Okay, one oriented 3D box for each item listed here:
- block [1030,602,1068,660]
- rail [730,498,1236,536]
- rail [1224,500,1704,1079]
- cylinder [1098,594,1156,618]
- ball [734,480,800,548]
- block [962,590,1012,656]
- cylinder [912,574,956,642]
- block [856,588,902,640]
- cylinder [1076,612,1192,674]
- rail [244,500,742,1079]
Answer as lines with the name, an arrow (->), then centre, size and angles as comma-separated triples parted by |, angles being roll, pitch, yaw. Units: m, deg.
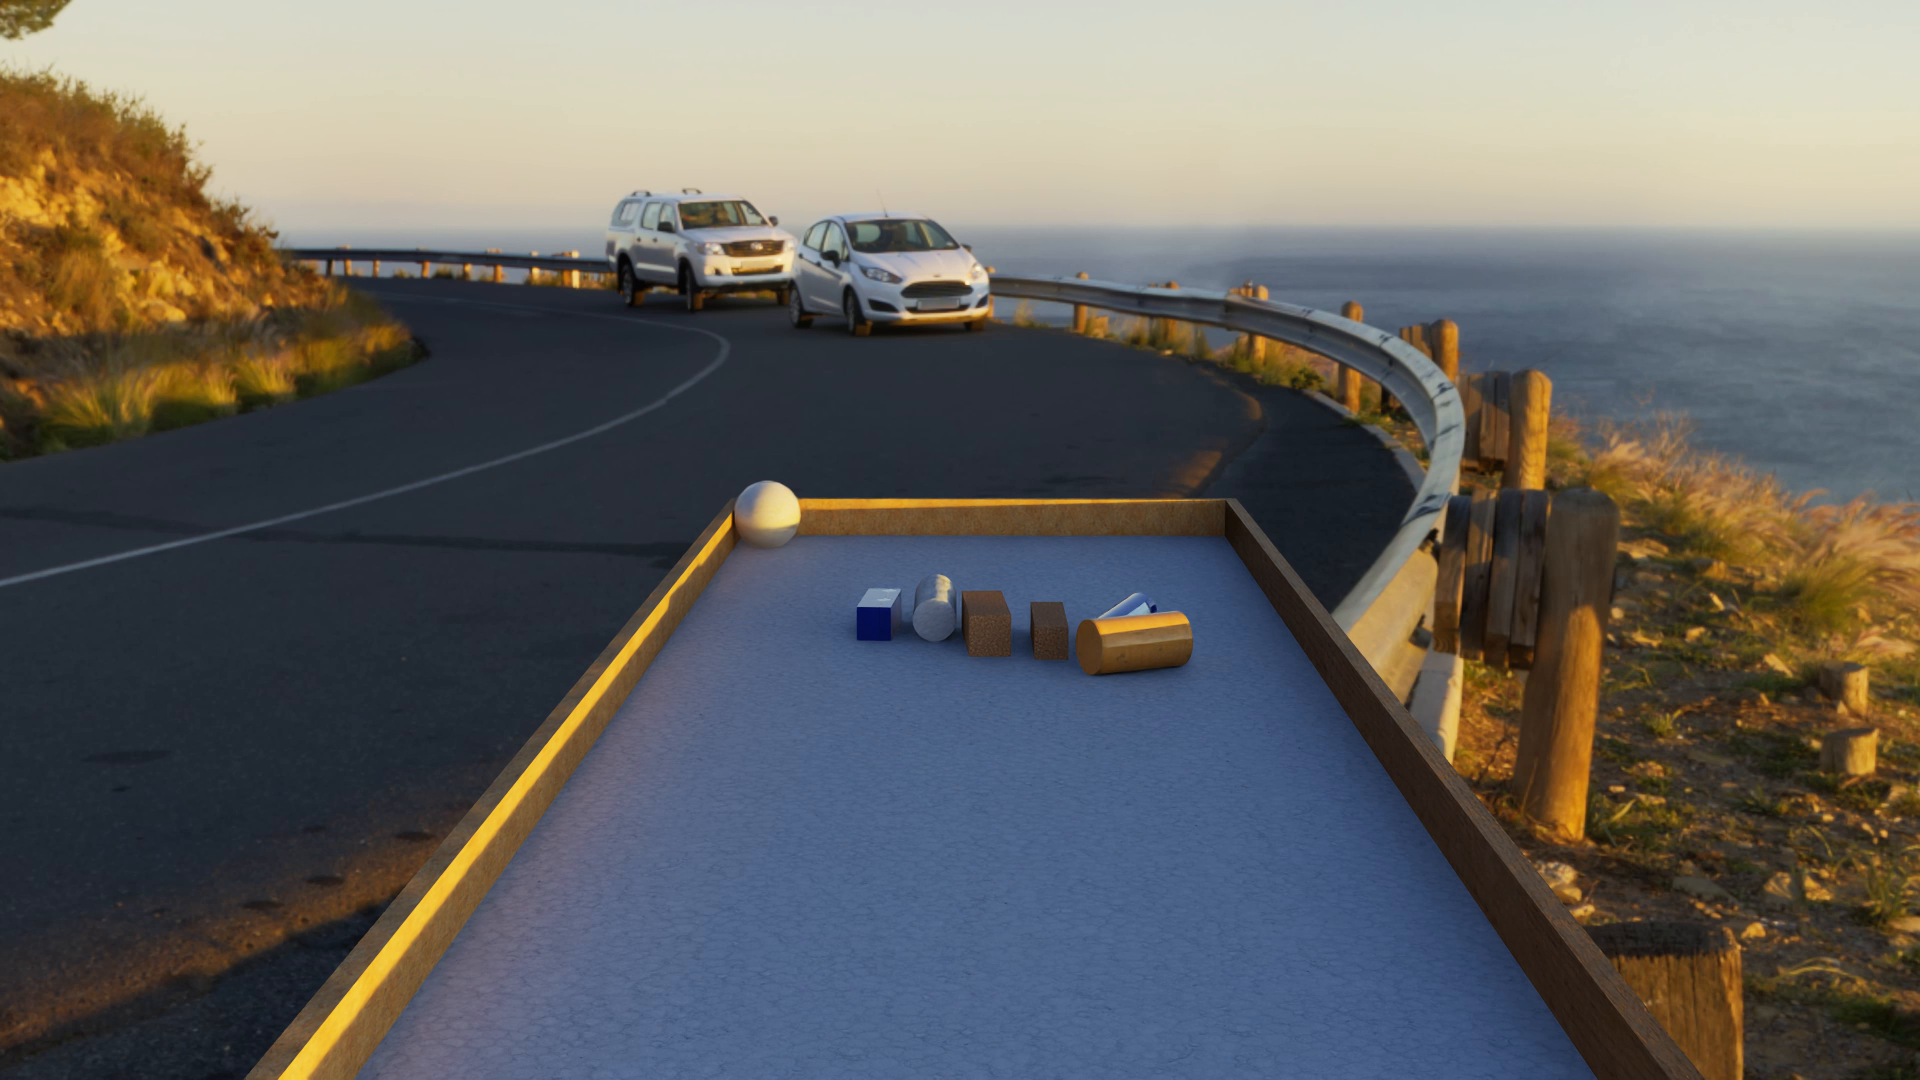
block -> 0.279, 0.283, 6.899 | 0.103, 0.103, 0.412 | 0, 9, 0
rail -> 0.099, -0.098, 9.147 | 2.100, 0.150, 0.050 | 0, 9, 1
rail -> 1.046, 0.843, 3.208 | 0.050, 0.150, 12.000 | 0, 9, 1
cylinder -> 0.508, 0.266, 6.949 | 0.120, 0.120, 0.460 | 3, 10, 19
ball -> -0.772, -0.102, 8.797 | 0.269, 0.269, 0.269 | 0, 9, 0
block -> 0.081, 0.261, 6.949 | 0.129, 0.129, 0.423 | 0, 9, -3
cylinder -> -0.081, 0.219, 7.187 | 0.139, 0.139, 0.444 | 0, 9, 0
block -> -0.261, 0.241, 7.143 | 0.109, 0.109, 0.327 | 1, 9, 4
cylinder -> 0.519, 0.306, 6.554 | 0.307, 0.165, 0.165 | -4, 10, -25
rail -> -1.004, 0.839, 3.234 | 0.050, 0.150, 12.000 | 0, 9, 1
